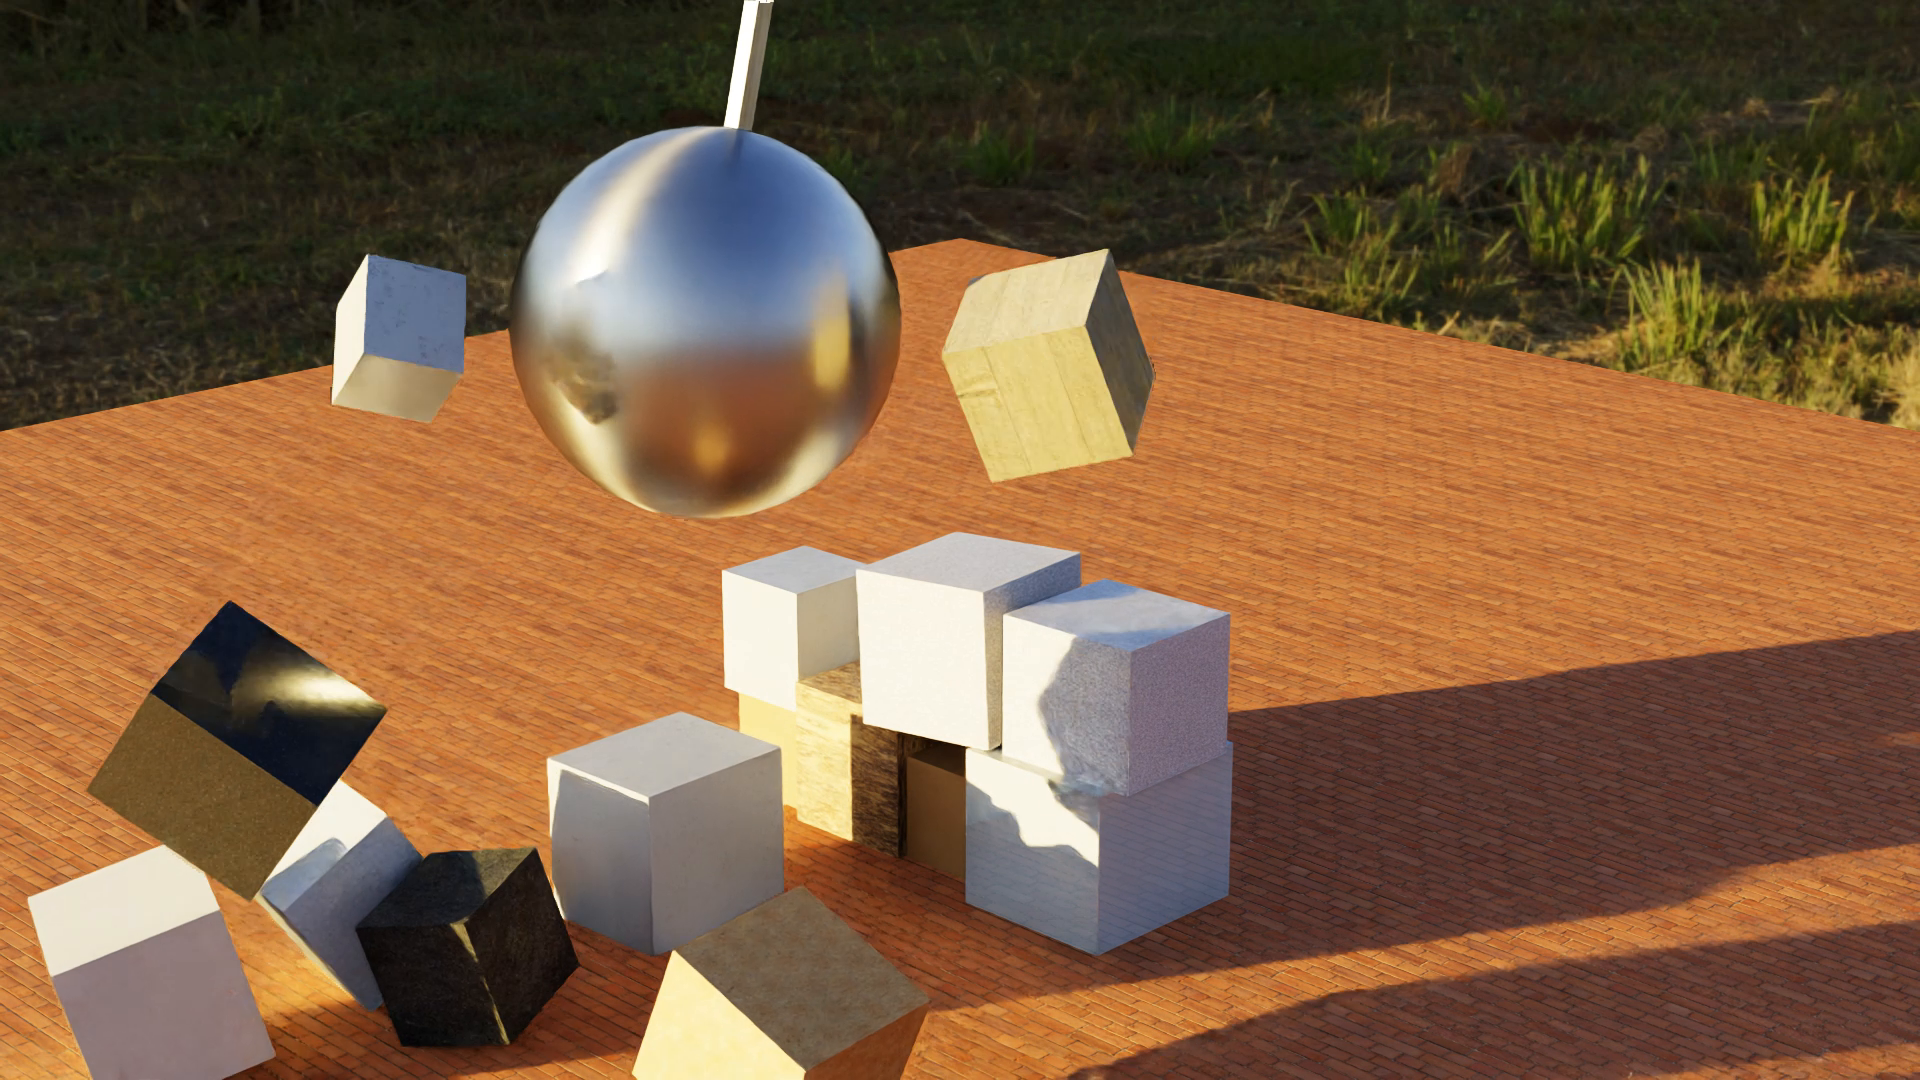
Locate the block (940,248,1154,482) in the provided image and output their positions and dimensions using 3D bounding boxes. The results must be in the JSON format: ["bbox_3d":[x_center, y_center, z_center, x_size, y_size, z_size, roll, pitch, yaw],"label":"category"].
[{"bbox_3d":[0.350,-0.678,11.377,0.580,0.589,0.589,-10,31,20],"label":"block"}]

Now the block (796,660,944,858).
[{"bbox_3d":[-0.309,1.006,13.968,0.677,0.706,0.655,16,23,41],"label":"block"}]

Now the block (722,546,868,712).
[{"bbox_3d":[-0.769,0.428,14.266,0.522,0.601,0.551,16,23,41],"label":"block"}]

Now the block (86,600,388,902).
[{"bbox_3d":[-2.739,0.798,11.145,0.738,0.587,0.680,36,31,-7],"label":"block"}]

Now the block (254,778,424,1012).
[{"bbox_3d":[-2.571,1.457,12.283,0.566,0.652,0.656,-44,35,-18],"label":"block"}]

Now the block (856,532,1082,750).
[{"bbox_3d":[0.054,0.445,13.300,0.710,0.728,0.736,10,19,36],"label":"block"}]

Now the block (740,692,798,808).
[{"bbox_3d":[-0.721,0.968,14.405,0.501,0.515,0.513,16,24,42],"label":"block"}]

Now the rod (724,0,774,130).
[{"bbox_3d":[-0.449,-4.207,11.549,0.080,5.200,0.080,17,10,42],"label":"rod"}]

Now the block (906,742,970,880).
[{"bbox_3d":[0.142,1.232,13.585,0.556,0.504,0.538,-17,24,-42],"label":"block"}]

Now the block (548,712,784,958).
[{"bbox_3d":[-1.296,1.290,12.999,0.661,0.744,0.786,15,23,40],"label":"block"}]

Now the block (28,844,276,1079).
[{"bbox_3d":[-3.179,1.715,11.519,0.658,0.678,0.771,-22,24,-17],"label":"block"}]

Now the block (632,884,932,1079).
[{"bbox_3d":[-0.668,1.854,10.943,0.702,0.653,0.689,38,37,26],"label":"block"}]

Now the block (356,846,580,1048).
[{"bbox_3d":[-1.983,1.644,11.852,0.530,0.564,0.578,-6,23,26],"label":"block"}]

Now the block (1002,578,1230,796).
[{"bbox_3d":[0.680,0.630,12.794,0.712,0.650,0.681,15,23,40],"label":"block"}]

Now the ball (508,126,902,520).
[{"bbox_3d":[-1.037,-0.885,11.977,1.600,1.600,1.600,0,17,0],"label":"ball"}]

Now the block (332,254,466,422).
[{"bbox_3d":[-2.121,-0.760,11.096,0.384,0.436,0.395,11,-31,-25],"label":"block"}]

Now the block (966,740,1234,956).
[{"bbox_3d":[0.619,1.263,13.093,0.793,0.738,0.888,16,24,42],"label":"block"}]
